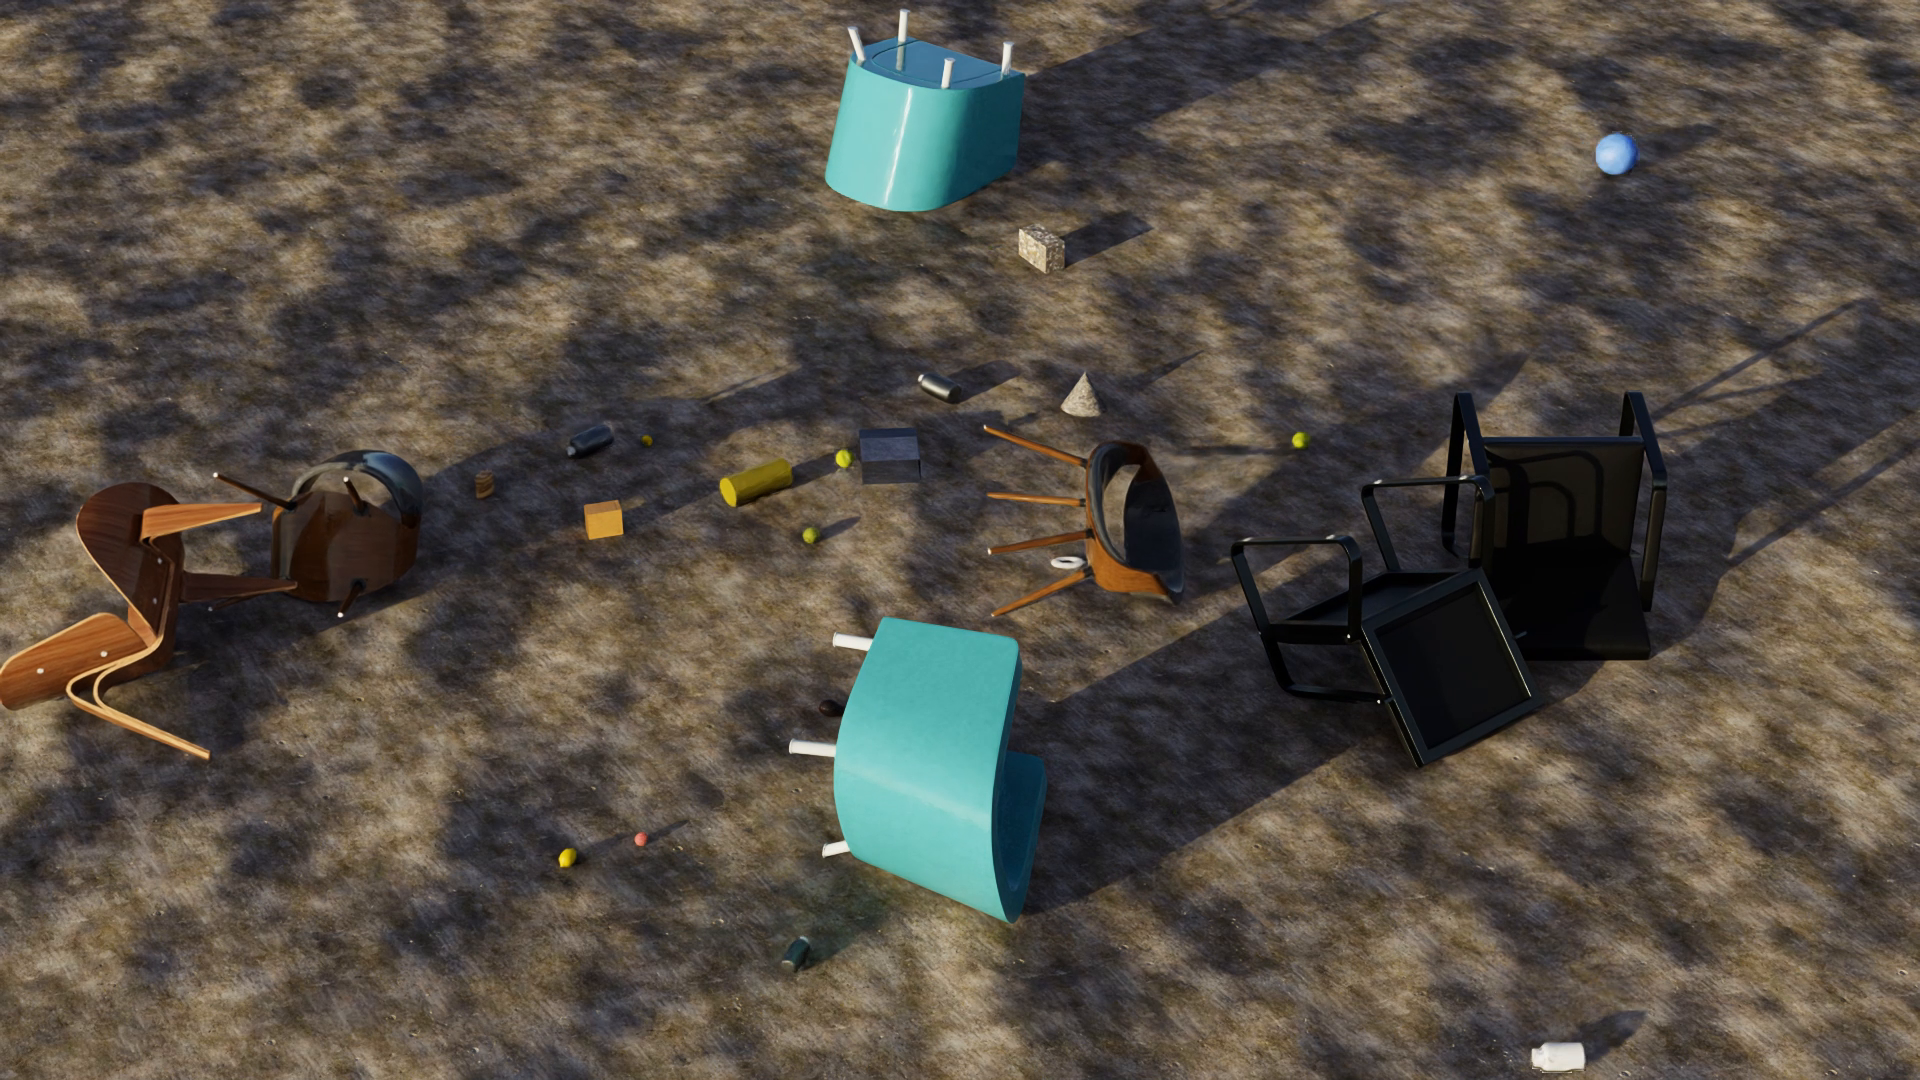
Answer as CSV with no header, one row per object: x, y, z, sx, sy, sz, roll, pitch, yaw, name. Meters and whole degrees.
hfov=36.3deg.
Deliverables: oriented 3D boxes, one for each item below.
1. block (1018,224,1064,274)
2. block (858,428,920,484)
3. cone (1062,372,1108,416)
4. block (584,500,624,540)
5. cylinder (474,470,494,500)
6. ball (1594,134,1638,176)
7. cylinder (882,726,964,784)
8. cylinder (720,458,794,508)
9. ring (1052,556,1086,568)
0.356,-1.269,12.755,0.099,0.127,0.209,-19,38,-27,block
-0.272,-0.326,11.343,0.224,0.105,0.236,-3,33,-4,block
0.498,-0.600,11.705,0.186,0.165,0.143,5,34,7,cone
-1.332,-0.076,10.961,0.129,0.109,0.071,-9,34,-14,block
-1.813,-0.211,11.177,0.044,0.095,0.081,26,40,32,cylinder
3.012,-1.769,13.456,0.192,0.192,0.192,0,33,0,ball
-0.122,0.716,9.761,0.193,0.107,0.194,22,41,33,cylinder
-0.773,-0.221,11.176,0.256,0.116,0.113,-22,-5,-29,cylinder
0.398,0.083,10.798,0.127,0.023,0.062,-2,35,-4,ring
